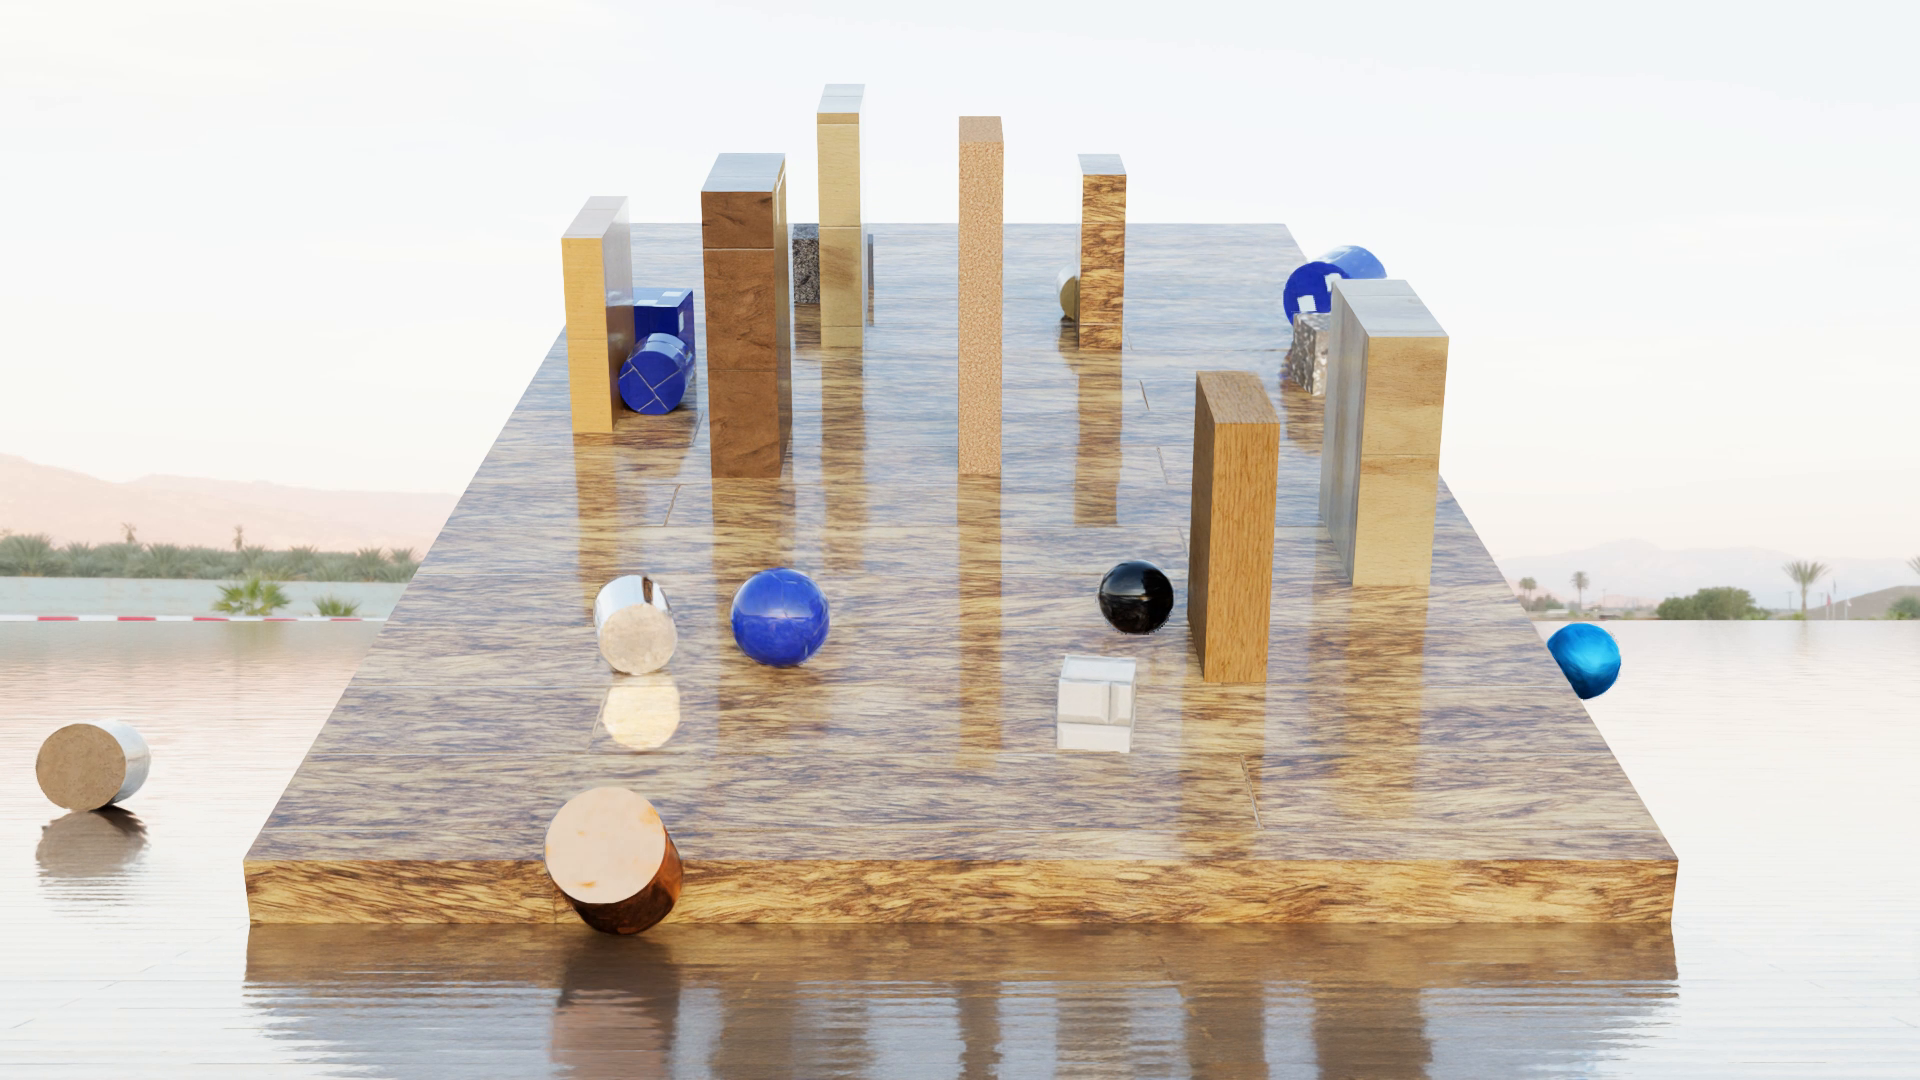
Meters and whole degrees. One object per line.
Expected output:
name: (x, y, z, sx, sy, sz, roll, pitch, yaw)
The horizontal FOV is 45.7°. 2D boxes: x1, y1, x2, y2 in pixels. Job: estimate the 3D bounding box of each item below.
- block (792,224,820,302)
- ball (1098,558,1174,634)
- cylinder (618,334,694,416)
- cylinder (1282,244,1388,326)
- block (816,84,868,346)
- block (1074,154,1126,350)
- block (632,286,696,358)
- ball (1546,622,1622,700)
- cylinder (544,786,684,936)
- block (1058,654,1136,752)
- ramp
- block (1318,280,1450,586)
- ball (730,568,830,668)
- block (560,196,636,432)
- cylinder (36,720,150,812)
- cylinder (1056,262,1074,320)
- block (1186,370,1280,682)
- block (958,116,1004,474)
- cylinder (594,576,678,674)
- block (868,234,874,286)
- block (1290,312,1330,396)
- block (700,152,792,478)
block: (-0.355, -0.740, 6.069, 0.174, 0.174, 0.174, -1, 21, -2)
ball: (0.302, 0.097, 3.910, 0.130, 0.130, 0.130, 0, -2, 0)
cylinder: (-0.684, -0.374, 5.133, 0.149, 0.149, 0.149, 0, 21, 2)
cylinder: (0.945, -0.620, 5.714, 0.204, 0.204, 0.204, -1, 17, 32)
block: (-0.292, -0.822, 5.718, 0.102, 0.576, 0.424, 0, 21, 0)
block: (0.346, -0.717, 5.641, 0.106, 0.435, 0.258, 0, 21, 0)
block: (-0.736, -0.496, 5.422, 0.173, 0.173, 0.173, 2, 21, 5)
ball: (1.163, 0.227, 4.261, 0.144, 0.144, 0.144, 0, -2, 0)
cylinder: (-0.461, 0.430, 3.041, 0.158, 0.158, 0.158, 0, -25, 3)
block: (0.213, 0.253, 3.525, 0.110, 0.110, 0.110, 3, 21, 8)
ramp: (-0.005, -0.212, 5.057, 2.000, 0.100, 4.000, 0, 21, 0)
block: (0.783, -0.208, 4.243, 0.140, 0.468, 0.411, 0, 21, 0)
ball: (-0.298, 0.128, 3.774, 0.166, 0.166, 0.166, 0, -2, 0)
block: (-0.804, -0.513, 5.099, 0.087, 0.432, 0.424, 0, 21, 0)
cylinder: (-1.944, 0.504, 5.110, 0.195, 0.195, 0.195, 0, -2, -4)
cylinder: (0.317, -0.642, 5.877, 0.129, 0.129, 0.129, 0, 21, -2)
block: (0.452, -0.027, 3.794, 0.102, 0.445, 0.292, 0, 21, 0)
block: (0.041, -0.511, 4.733, 0.088, 0.689, 0.287, 0, 21, 0)
cylinder: (-0.541, 0.141, 3.795, 0.127, 0.127, 0.127, 0, 20, -14)
block: (-0.295, -0.765, 6.218, 0.117, 0.117, 0.117, -1, 21, -2)
block: (0.872, -0.435, 5.292, 0.154, 0.154, 0.154, -4, 21, -11)
block: (-0.441, -0.476, 4.768, 0.141, 0.597, 0.392, 0, 21, 0)
